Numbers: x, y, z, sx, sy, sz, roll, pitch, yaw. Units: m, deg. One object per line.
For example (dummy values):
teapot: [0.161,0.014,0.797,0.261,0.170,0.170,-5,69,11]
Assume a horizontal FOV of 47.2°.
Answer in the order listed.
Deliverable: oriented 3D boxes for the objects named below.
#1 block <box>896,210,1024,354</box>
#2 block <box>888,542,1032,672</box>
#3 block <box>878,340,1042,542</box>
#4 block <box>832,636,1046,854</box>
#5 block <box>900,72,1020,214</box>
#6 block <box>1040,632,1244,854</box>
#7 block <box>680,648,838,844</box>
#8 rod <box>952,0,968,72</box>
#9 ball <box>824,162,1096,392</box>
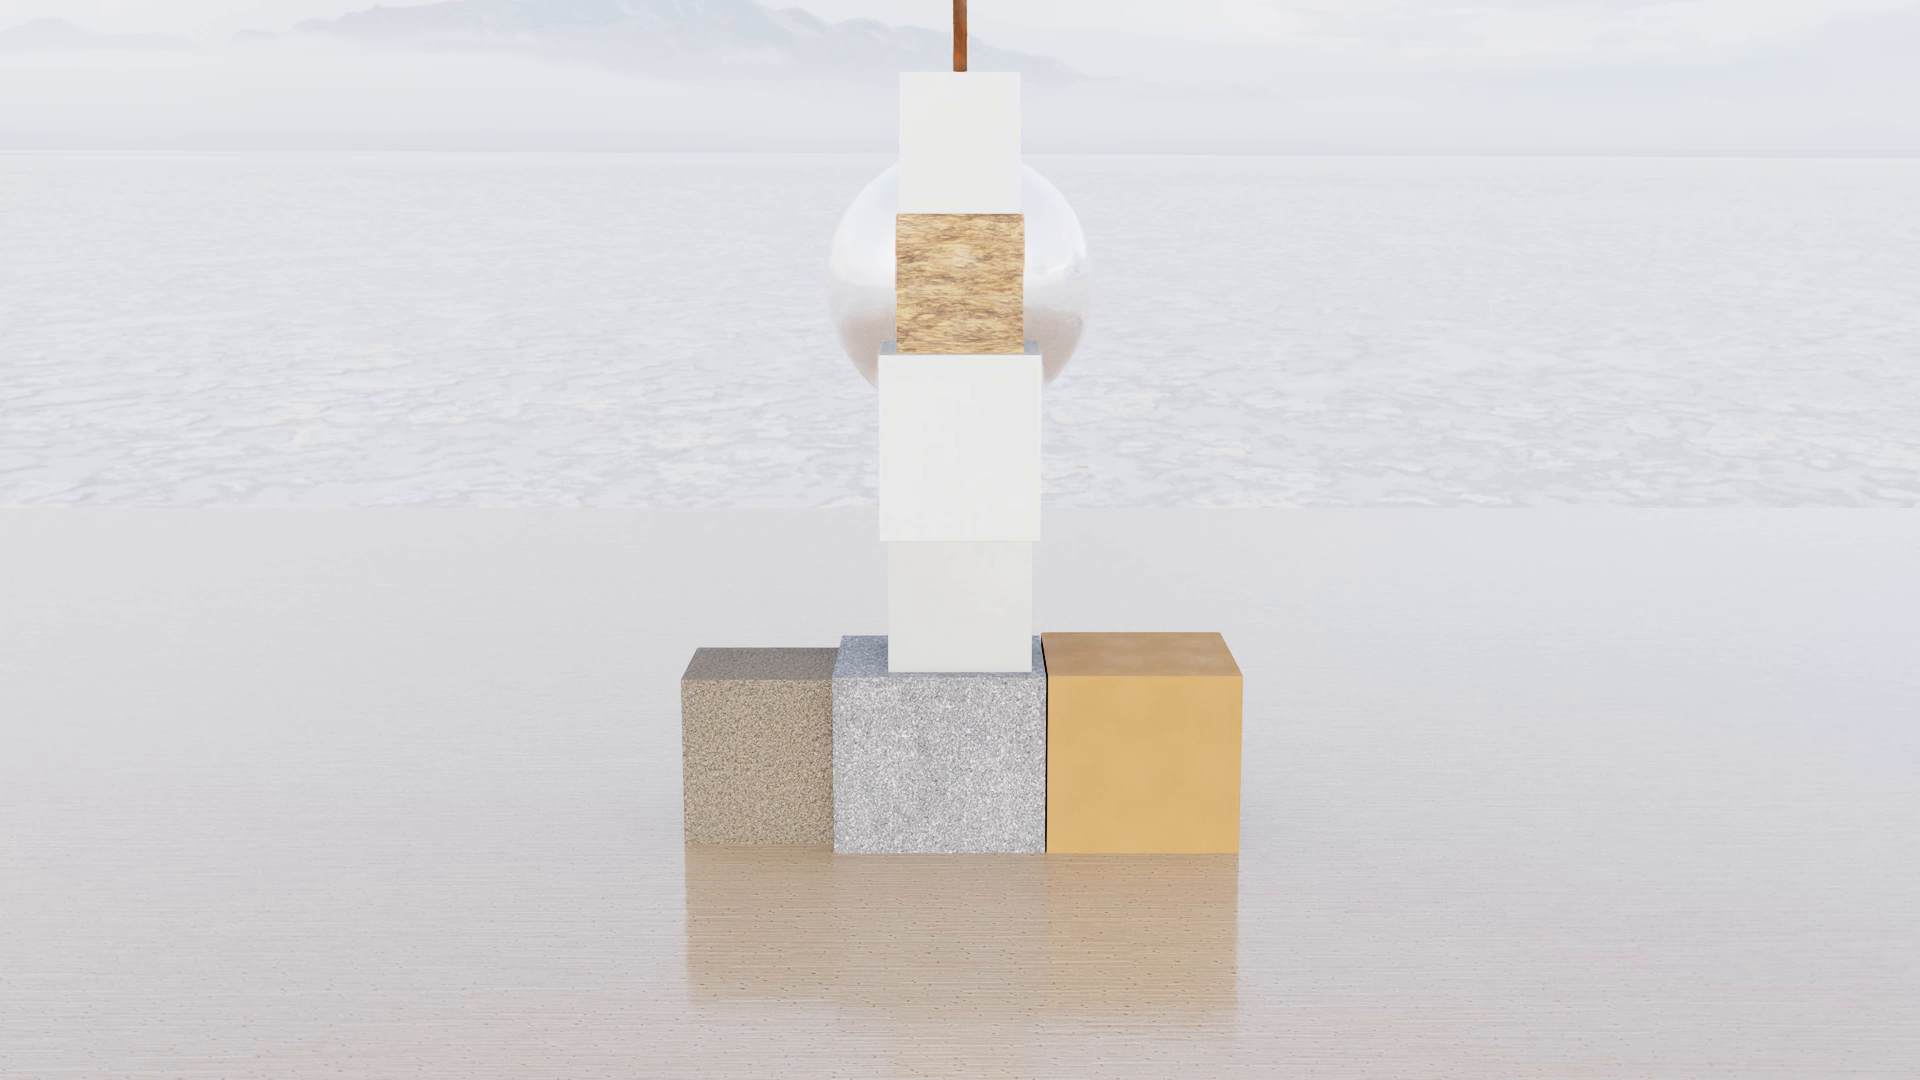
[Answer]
block: [0.000,-1.297,10.963,0.620,0.676,0.616,0,10,0]
block: [0.000,0.262,11.234,0.711,0.664,0.759,0,10,0]
block: [0.000,-0.514,11.096,0.788,0.912,0.790,0,10,0]
block: [-0.102,1.035,11.353,1.052,0.901,0.940,0,10,0]
block: [0.000,-1.954,10.827,0.577,0.666,0.620,0,10,0]
block: [0.913,1.028,11.372,0.959,0.909,0.981,0,10,0]
block: [-1.015,1.053,11.390,0.754,0.853,0.714,0,10,0]
rod: [0.000,-4.442,11.286,0.080,5.200,0.080,0,31,0]
ball: [0.000,-1.513,13.014,1.600,1.600,1.600,0,10,0]
